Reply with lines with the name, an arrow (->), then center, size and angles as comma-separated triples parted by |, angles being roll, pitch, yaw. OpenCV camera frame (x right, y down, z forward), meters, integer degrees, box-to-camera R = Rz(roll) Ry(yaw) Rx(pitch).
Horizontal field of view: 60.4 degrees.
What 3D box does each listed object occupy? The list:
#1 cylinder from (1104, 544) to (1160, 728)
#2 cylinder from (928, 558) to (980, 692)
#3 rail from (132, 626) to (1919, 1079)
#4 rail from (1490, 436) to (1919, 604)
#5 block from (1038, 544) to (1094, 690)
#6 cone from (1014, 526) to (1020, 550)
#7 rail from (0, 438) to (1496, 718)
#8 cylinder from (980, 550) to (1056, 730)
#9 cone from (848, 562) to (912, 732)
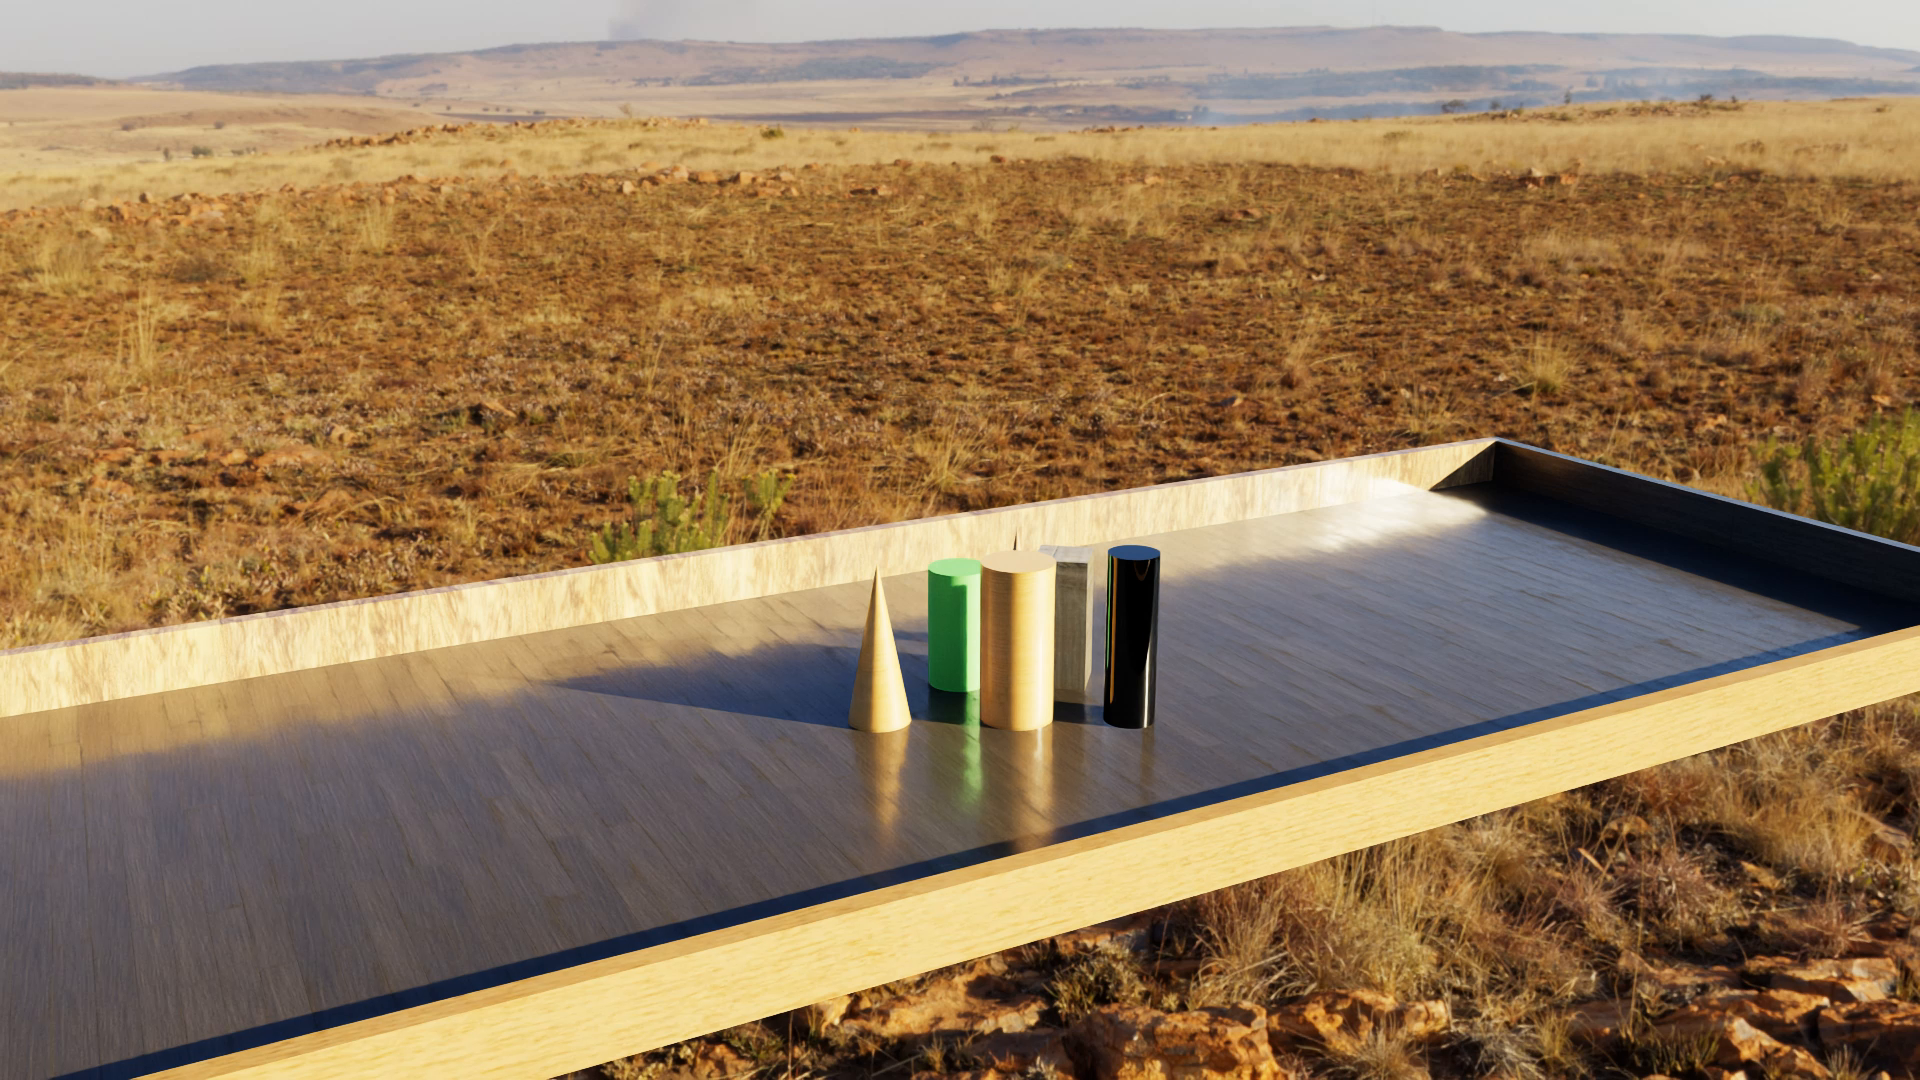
cylinder -> 0.401, 0.226, 3.853 | 0.122, 0.412, 0.122 | 0, 16, 0
cylinder -> -0.004, 0.210, 4.107 | 0.151, 0.300, 0.151 | 0, 16, 0
rail -> -2.336, 1.006, 1.665 | 12.000, 0.150, 0.050 | -9, 18, -27
rail -> 2.466, -0.048, 5.253 | 0.050, 0.150, 2.100 | -9, 18, -27
block -> 0.256, 0.193, 4.113 | 0.134, 0.331, 0.134 | 3, 17, 11
cone -> 0.149, 0.123, 4.347 | 0.105, 0.332, 0.105 | 0, 16, 0
rail -> -3.305, 0.497, 3.399 | 12.000, 0.150, 0.050 | -9, 18, -27
cylinder -> 0.135, 0.234, 3.873 | 0.177, 0.386, 0.177 | 0, 16, 0
cone -> -0.191, 0.237, 3.850 | 0.151, 0.393, 0.151 | 0, 16, 0
